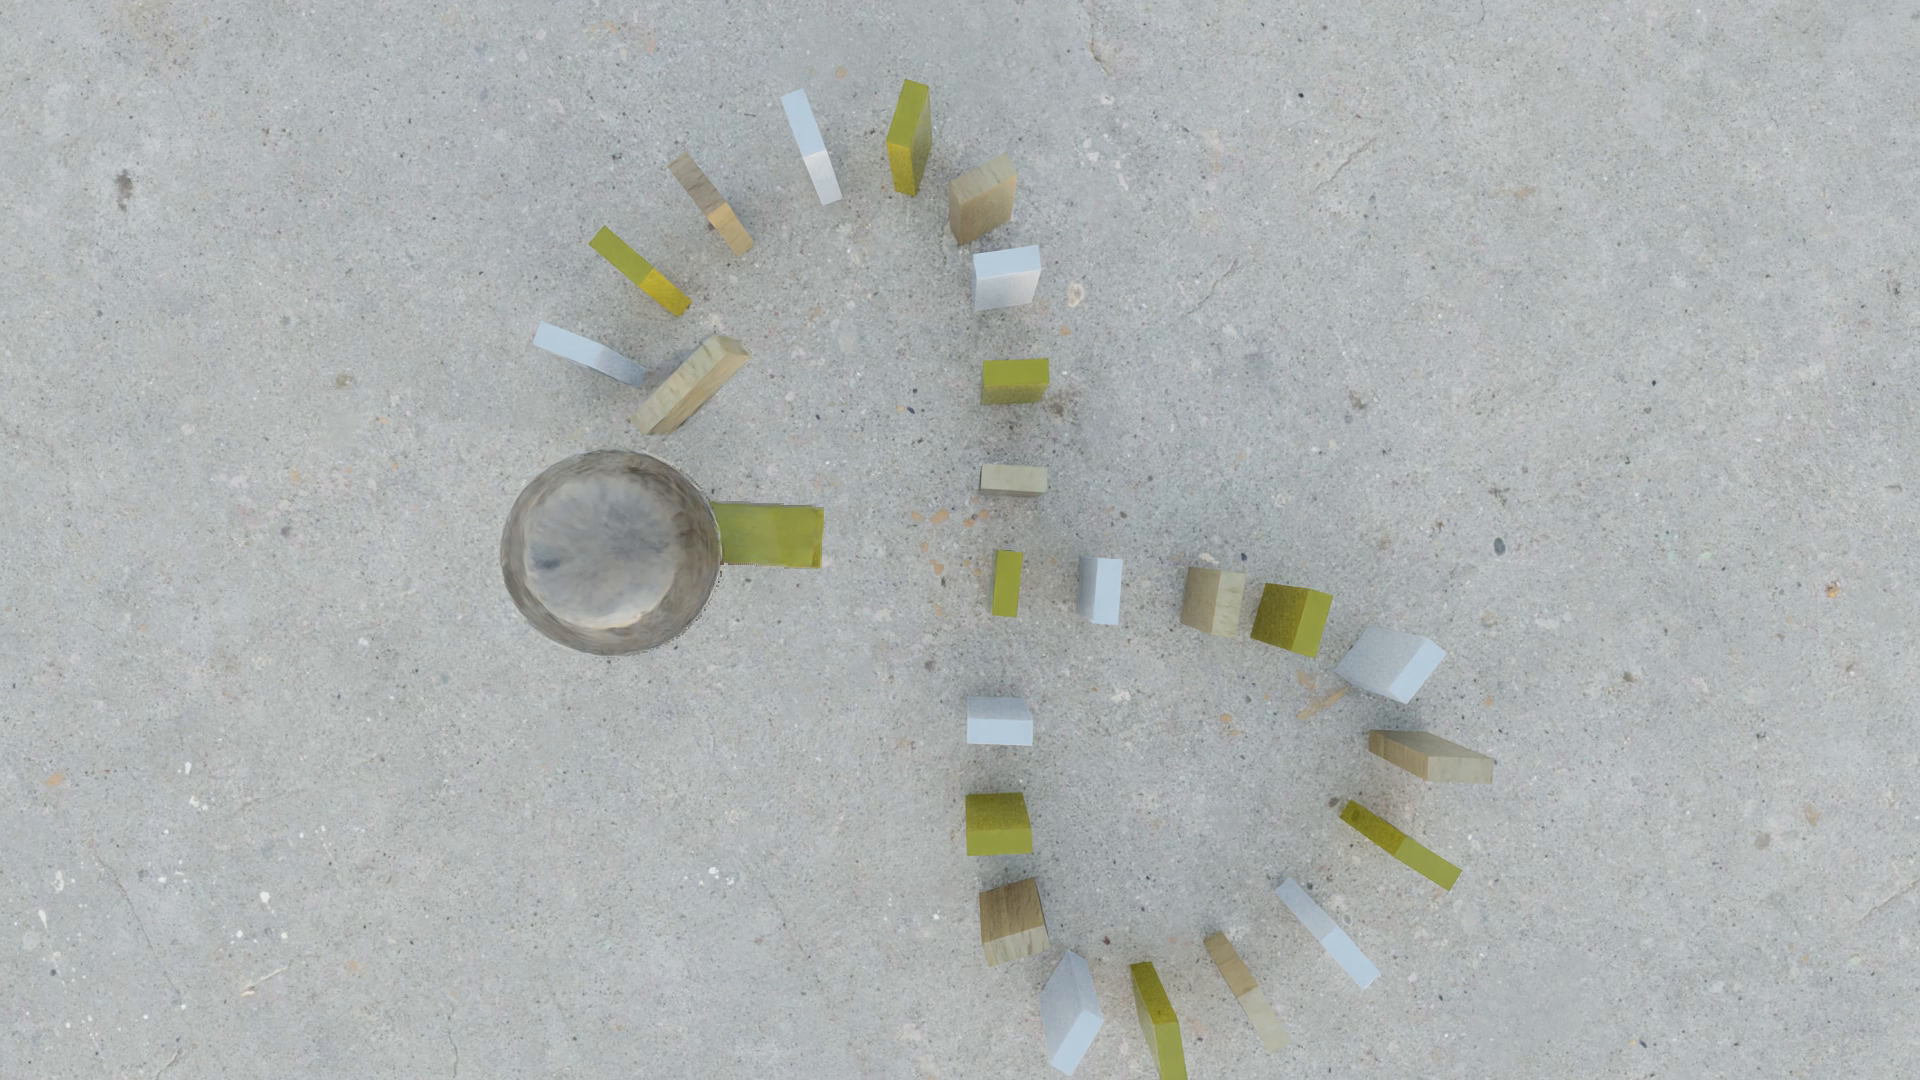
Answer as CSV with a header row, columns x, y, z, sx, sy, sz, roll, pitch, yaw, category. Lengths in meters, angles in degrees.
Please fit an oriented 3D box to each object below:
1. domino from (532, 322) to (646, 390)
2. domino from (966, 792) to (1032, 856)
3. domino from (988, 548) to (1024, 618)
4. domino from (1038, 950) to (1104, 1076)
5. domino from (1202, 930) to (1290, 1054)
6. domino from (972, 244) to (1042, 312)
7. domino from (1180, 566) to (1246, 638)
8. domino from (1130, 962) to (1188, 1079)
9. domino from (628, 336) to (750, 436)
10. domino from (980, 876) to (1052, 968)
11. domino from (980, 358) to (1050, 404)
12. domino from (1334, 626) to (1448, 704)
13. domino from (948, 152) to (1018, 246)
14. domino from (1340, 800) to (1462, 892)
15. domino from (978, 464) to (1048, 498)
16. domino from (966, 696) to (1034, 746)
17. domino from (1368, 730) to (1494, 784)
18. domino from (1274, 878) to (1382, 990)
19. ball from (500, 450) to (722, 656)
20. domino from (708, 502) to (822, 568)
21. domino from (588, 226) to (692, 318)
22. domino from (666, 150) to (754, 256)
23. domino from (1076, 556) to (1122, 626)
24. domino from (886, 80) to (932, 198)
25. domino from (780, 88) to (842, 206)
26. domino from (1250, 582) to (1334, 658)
x,y,z,sx,sy,sz,roll,pitch,yaw,category
-0.150,-0.075,0.375,0.025,0.050,0.009,21,90,0,domino
0.015,0.115,0.375,0.025,0.050,0.009,-3,90,0,domino
0.018,0.017,0.375,0.010,0.050,0.025,6,90,0,domino
0.045,0.192,0.375,0.010,0.050,0.025,32,90,0,domino
0.116,0.183,0.375,0.009,0.050,0.025,-30,90,0,domino
0.018,-0.106,0.375,0.025,0.050,0.010,-8,90,0,domino
0.103,0.025,0.375,0.009,0.050,0.025,9,90,0,domino
0.081,0.197,0.375,0.010,0.050,0.025,-9,90,0,domino
-0.112,-0.064,0.382,0.050,0.025,0.009,-40,91,13,domino
0.022,0.155,0.375,0.025,0.050,0.009,-17,90,0,domino
0.022,-0.064,0.375,0.025,0.050,0.009,-2,90,0,domino
0.175,0.050,0.375,0.009,0.050,0.025,38,90,0,domino
0.009,-0.138,0.375,0.025,0.050,0.009,-28,90,0,domino
0.179,0.124,0.375,0.025,0.050,0.009,32,90,0,domino
0.021,-0.024,0.375,0.025,0.050,0.010,4,90,0,domino
0.015,0.073,0.375,0.025,0.050,0.009,2,90,0,domino
0.191,0.088,0.375,0.025,0.050,0.010,2,90,0,domino
0.149,0.159,0.375,0.009,0.050,0.025,-42,90,0,domino
-0.134,0.005,0.356,0.080,0.080,0.080,0,90,0,ball
-0.085,-0.002,0.391,0.050,0.009,0.025,4,90,9,domino
-0.129,-0.109,0.375,0.025,0.050,0.010,40,90,0,domino
-0.101,-0.136,0.375,0.009,0.050,0.025,-38,90,0,domino
0.056,0.020,0.375,0.009,0.050,0.025,4,90,0,domino
-0.020,-0.163,0.375,0.009,0.050,0.025,17,90,0,domino
-0.060,-0.159,0.375,0.009,0.050,0.025,-20,90,0,domino
0.135,0.032,0.375,0.009,0.050,0.025,16,90,0,domino
